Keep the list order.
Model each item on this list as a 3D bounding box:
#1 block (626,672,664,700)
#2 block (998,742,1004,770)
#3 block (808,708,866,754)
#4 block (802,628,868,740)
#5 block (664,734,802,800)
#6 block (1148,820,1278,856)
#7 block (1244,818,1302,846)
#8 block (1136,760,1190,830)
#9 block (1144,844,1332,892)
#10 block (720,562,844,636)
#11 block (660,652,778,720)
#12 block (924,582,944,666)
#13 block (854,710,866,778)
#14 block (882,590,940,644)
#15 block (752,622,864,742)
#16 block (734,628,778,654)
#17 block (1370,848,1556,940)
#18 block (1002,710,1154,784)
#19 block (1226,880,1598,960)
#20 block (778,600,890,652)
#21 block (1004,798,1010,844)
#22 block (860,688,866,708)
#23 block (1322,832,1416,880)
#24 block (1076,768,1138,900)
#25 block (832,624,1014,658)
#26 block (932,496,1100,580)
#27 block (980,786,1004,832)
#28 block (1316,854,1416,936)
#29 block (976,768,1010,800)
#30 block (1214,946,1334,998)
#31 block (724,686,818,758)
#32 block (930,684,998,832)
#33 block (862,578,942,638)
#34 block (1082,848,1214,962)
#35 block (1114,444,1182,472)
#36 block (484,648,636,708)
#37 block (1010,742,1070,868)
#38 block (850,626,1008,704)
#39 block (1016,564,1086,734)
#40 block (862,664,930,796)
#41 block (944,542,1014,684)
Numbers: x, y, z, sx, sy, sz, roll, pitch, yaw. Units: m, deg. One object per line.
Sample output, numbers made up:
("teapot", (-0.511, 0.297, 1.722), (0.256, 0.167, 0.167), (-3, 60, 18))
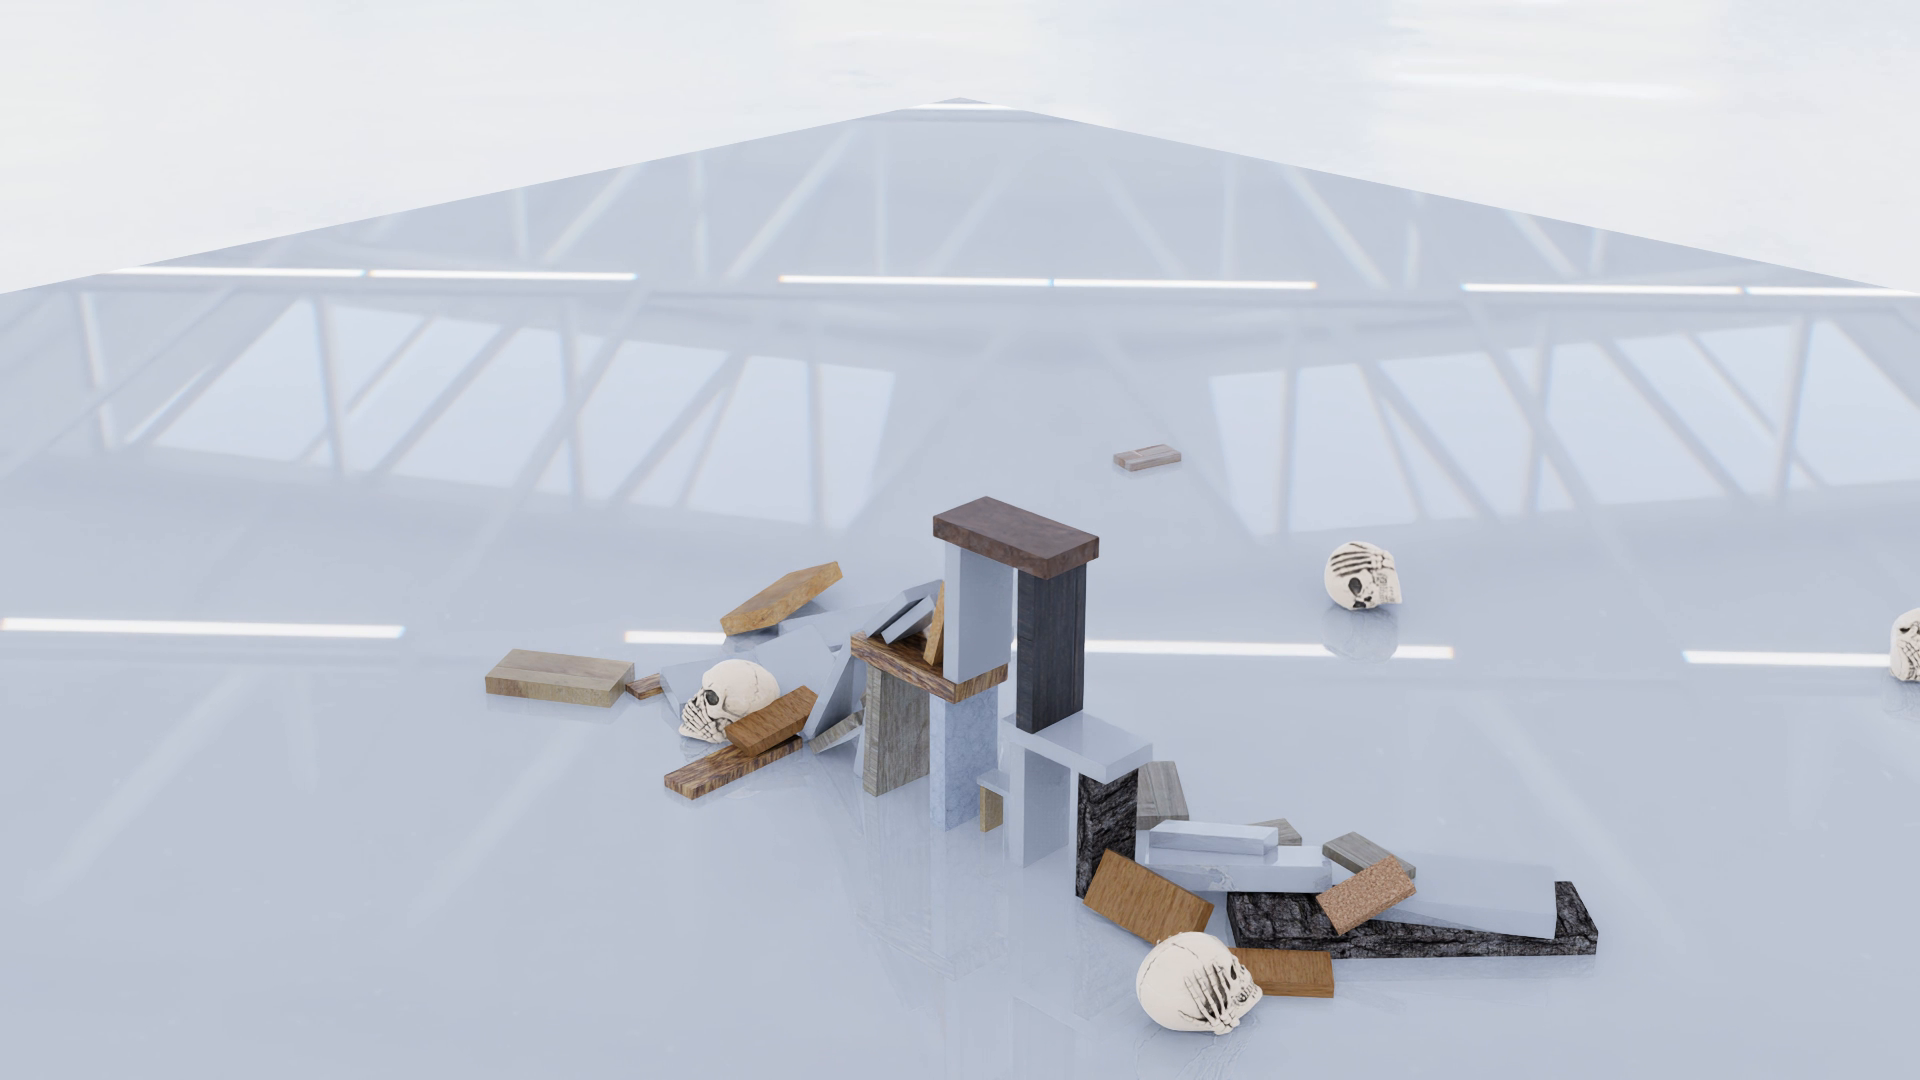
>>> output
("block", (-0.688, 0.326, 4.970), (0.121, 0.017, 0.061), (-18, 29, -36))
("block", (0.000, 0.453, 4.661), (0.175, 0.025, 0.087), (3, 23, 7))
("block", (-0.229, 0.394, 4.638), (0.101, 0.029, 0.202), (-20, -10, -38))
("block", (-0.235, 0.293, 4.592), (0.102, 0.317, 0.029), (-19, 58, -40))
("block", (-0.474, 0.466, 4.630), (0.087, 0.025, 0.309), (20, 30, 39))
("block", (0.489, 0.573, 4.235), (0.225, 0.032, 0.112), (1, 5, 22))
("block", (0.585, 0.590, 4.341), (0.160, 0.023, 0.080), (-7, 24, -16))
("block", (0.396, 0.521, 4.493), (0.113, 0.032, 0.225), (-1, 23, -2))
("block", (0.524, 0.619, 4.154), (0.345, 0.049, 0.172), (0, 5, 6))
("block", (-0.428, 0.140, 5.301), (0.154, 0.044, 0.309), (-14, 13, 34))
("block", (-0.503, 0.317, 4.934), (0.309, 0.044, 0.154), (-10, 32, -21))
("block", (-0.010, 0.150, 4.291), (0.095, 0.191, 0.027), (-21, 47, -40))
("block", (-0.160, 0.395, 4.570), (0.101, 0.202, 0.029), (-20, 45, -38))
("block", (-0.068, 0.145, 4.352), (0.095, 0.027, 0.191), (-21, -12, -40))
("block", (-0.336, 0.311, 4.845), (0.149, 0.042, 0.298), (-23, 41, -12))
("block", (-0.467, 0.242, 5.168), (0.061, 0.017, 0.122), (17, 28, 34))
("block", (0.915, 0.647, 4.047), (0.345, 0.049, 0.172), (5, 23, 11))
("block", (0.219, 0.376, 4.147), (0.265, 0.038, 0.133), (21, 31, 40))
("block", (0.826, 0.700, 4.049), (0.648, 0.049, 0.172), (-1, 23, -2))
("block", (-0.260, 0.219, 5.169), (0.298, 0.042, 0.149), (-10, 30, -24))
("block", (0.111, 0.546, 4.341), (0.015, 0.103, 0.051), (21, 31, 41))
("block", (-0.225, 0.322, 4.857), (0.202, 0.029, 0.101), (-38, 45, -22))
("block", (0.758, 0.595, 4.080), (0.080, 0.023, 0.160), (-16, 28, -33))
("block", (0.278, 0.538, 4.152), (0.038, 0.265, 0.133), (20, 30, 38))
("block", (-0.085, 0.249, 5.074), (0.419, 0.044, 0.154), (-18, 29, -36))
("block", (0.103, -0.006, 4.110), (0.290, 0.041, 0.145), (21, 31, 40))
("block", (0.063, 0.528, 4.386), (0.015, 0.103, 0.051), (21, 31, 41))
("block", (0.734, 0.641, 3.977), (0.160, 0.023, 0.080), (-29, 47, -1))
("block", (0.087, 0.483, 4.341), (0.103, 0.015, 0.051), (21, 31, 41))
("block", (0.558, 0.769, 3.912), (0.204, 0.029, 0.102), (2, 23, 4))
("block", (-0.388, 0.386, 4.691), (0.204, 0.029, 0.102), (-28, 35, -25))
("block", (0.008, 0.420, 4.390), (0.149, 0.298, 0.042), (-21, 31, -41))
("block", (-0.111, 0.136, 4.372), (0.095, 0.027, 0.191), (-17, -14, -34))
("block", (0.344, 0.669, 4.040), (0.251, 0.112, 0.032), (24, 1, 44))
("block", (0.535, -0.235, 6.284), (0.175, 0.025, 0.087), (-13, 26, -27))
("block", (-0.903, 0.311, 4.973), (0.298, 0.042, 0.149), (6, 24, 13))
("block", (0.156, 0.491, 4.264), (0.038, 0.266, 0.133), (21, 31, 40))
("block", (-0.063, 0.235, 4.387), (0.149, 0.042, 0.298), (-21, 31, -40))
("block", (0.171, 0.189, 4.121), (0.041, 0.327, 0.145), (21, 31, 40))
("block", (-0.124, 0.368, 4.509), (0.149, 0.298, 0.042), (-20, 34, -38))
("block", (0.036, 0.120, 4.236), (0.145, 0.290, 0.041), (-21, 32, -40))
